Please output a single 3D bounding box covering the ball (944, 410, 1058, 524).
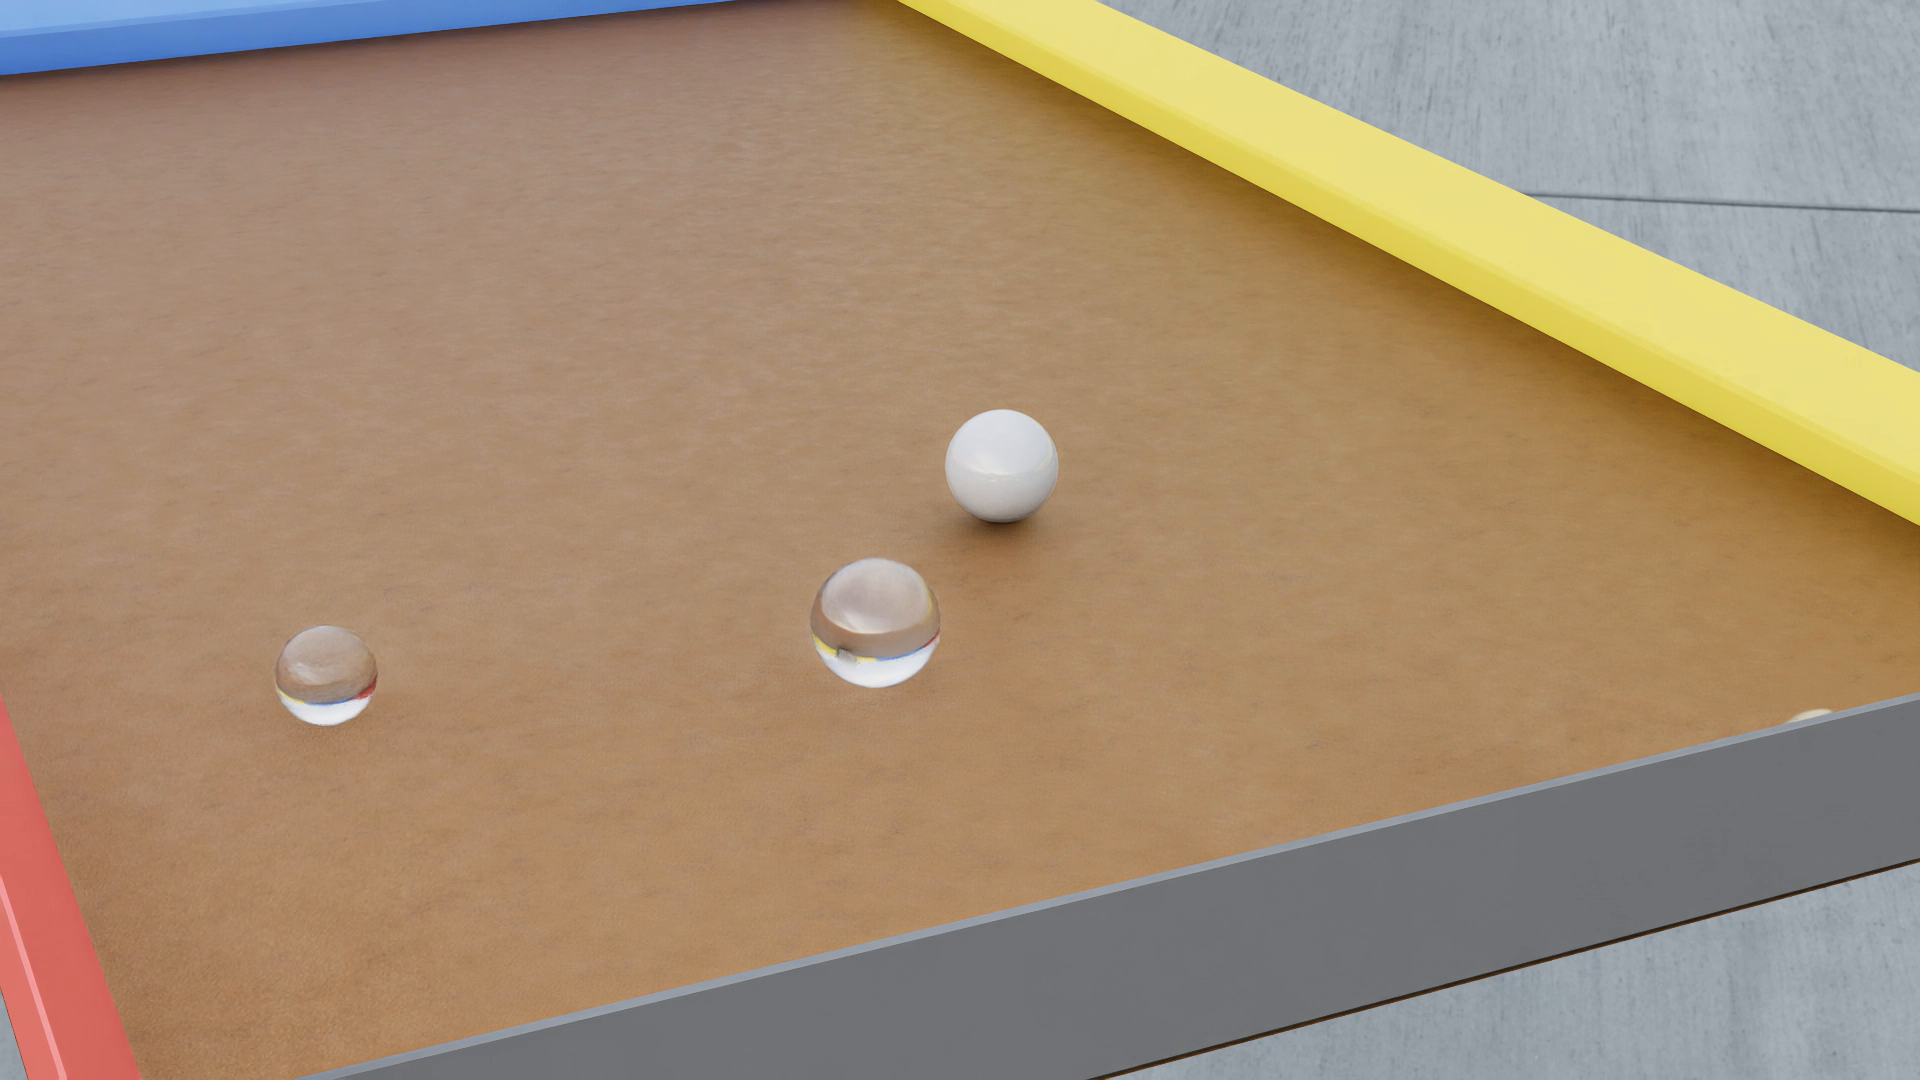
[{"bbox_3d":[0.034,-0.059,2.355,0.091,0.091,0.091,0,23,0],"label":"ball"}]

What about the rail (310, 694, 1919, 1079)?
[{"bbox_3d":[0.259,0.201,1.713,1.503,0.121,0.045,-10,25,-23],"label":"rail"}]

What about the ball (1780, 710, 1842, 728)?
[{"bbox_3d":[0.559,0.146,1.903,0.073,0.073,0.073,0,23,0],"label":"ball"}]

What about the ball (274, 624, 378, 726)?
[{"bbox_3d":[-0.437,0.093,2.029,0.070,0.070,0.070,0,23,0],"label":"ball"}]

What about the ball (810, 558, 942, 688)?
[{"bbox_3d":[-0.060,0.059,2.081,0.093,0.093,0.093,0,23,0],"label":"ball"}]

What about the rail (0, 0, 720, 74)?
[{"bbox_3d":[-0.796,-0.703,3.807,1.503,0.121,0.045,-10,25,-23],"label":"rail"}]

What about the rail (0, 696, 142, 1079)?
[{"bbox_3d":[-0.929,-0.130,2.479,0.045,0.121,2.561,-10,25,-23],"label":"rail"}]

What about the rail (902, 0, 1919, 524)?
[{"bbox_3d":[0.392,-0.372,3.040,0.045,0.121,2.561,-10,25,-23],"label":"rail"}]
